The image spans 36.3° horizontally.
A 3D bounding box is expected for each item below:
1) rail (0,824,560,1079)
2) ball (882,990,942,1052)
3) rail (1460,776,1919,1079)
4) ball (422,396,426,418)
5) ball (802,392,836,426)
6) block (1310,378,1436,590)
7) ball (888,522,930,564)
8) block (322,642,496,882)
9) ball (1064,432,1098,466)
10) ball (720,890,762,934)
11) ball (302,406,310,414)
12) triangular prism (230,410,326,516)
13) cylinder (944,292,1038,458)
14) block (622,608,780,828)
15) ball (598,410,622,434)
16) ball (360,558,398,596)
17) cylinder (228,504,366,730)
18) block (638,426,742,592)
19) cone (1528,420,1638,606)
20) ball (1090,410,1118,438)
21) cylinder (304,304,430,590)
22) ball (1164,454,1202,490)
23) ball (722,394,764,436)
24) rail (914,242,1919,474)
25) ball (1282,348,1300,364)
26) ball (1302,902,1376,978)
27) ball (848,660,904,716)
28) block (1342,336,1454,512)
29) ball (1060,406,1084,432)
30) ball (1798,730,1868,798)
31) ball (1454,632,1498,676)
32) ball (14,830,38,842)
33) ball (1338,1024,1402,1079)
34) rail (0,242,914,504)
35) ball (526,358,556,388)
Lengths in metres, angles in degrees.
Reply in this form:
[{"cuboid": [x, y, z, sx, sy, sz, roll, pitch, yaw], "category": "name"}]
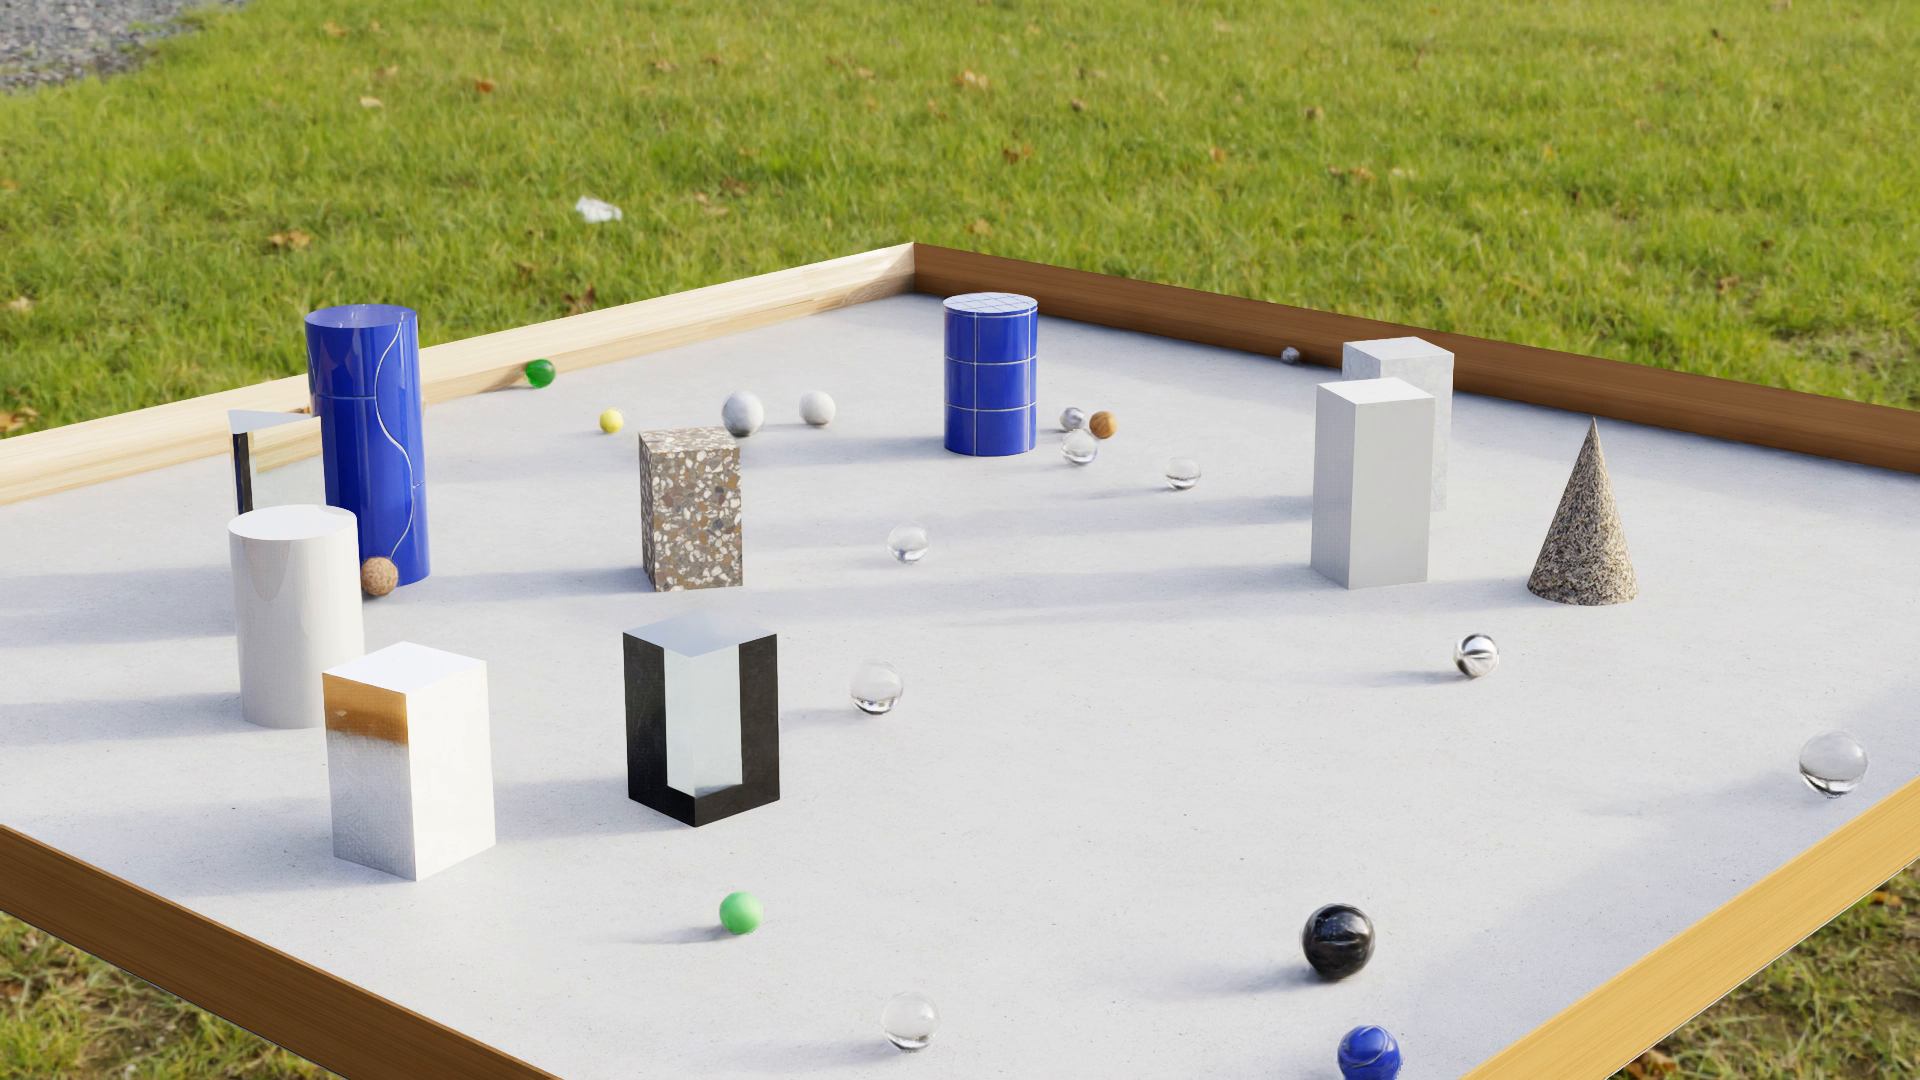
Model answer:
[{"cuboid": [-1.197, 0.430, 3.800, 3.531, 0.126, 0.045, 14, 22, 39], "category": "rail"}, {"cuboid": [-0.058, 0.566, 3.448, 0.071, 0.071, 0.071, 0, 17, 0], "category": "ball"}, {"cuboid": [1.315, 0.361, 4.027, 0.045, 0.126, 3.700, 14, 22, 39], "category": "rail"}, {"cuboid": [-1.179, -0.283, 6.238, 0.084, 0.084, 0.084, 0, 17, 0], "category": "ball"}, {"cuboid": [-0.302, -0.279, 6.245, 0.073, 0.073, 0.073, 0, 17, 0], "category": "ball"}, {"cuboid": [0.731, -0.102, 5.199, 0.155, 0.337, 0.155, -6, 18, -18], "category": "block"}, {"cuboid": [-0.093, 0.005, 5.298, 0.075, 0.075, 0.075, 0, 17, 0], "category": "ball"}, {"cuboid": [-0.749, 0.299, 3.991, 0.155, 0.268, 0.155, 11, 20, 32], "category": "block"}, {"cuboid": [0.245, -0.185, 5.940, 0.069, 0.069, 0.069, 0, 17, 0], "category": "ball"}, {"cuboid": [-0.282, 0.478, 3.767, 0.055, 0.055, 0.055, 0, 17, 0], "category": "ball"}, {"cuboid": [-1.331, -0.246, 6.112, 0.086, 0.086, 0.086, 0, 17, 0], "category": "ball"}, {"cuboid": [-1.186, -0.039, 4.973, 0.145, 0.349, 0.167, 16, 23, 42], "category": "triangular prism"}, {"cuboid": [0.062, -0.343, 6.058, 0.193, 0.302, 0.193, 0, 17, 0], "category": "cylinder"}, {"cuboid": [-0.368, 0.251, 4.176, 0.155, 0.252, 0.155, -15, 22, -41], "category": "block"}, {"cuboid": [-0.737, -0.250, 6.187, 0.050, 0.050, 0.050, 0, 17, 0], "category": "ball"}, {"cuboid": [-1.014, 0.064, 5.117, 0.068, 0.068, 0.068, 0, 17, 0], "category": "ball"}, {"cuboid": [-1.023, 0.117, 4.535, 0.193, 0.302, 0.193, 0, 17, 0], "category": "cylinder"}, {"cuboid": [-0.478, -0.056, 5.194, 0.155, 0.253, 0.155, -4, 17, -14], "category": "block"}, {"cuboid": [1.096, -0.064, 5.116, 0.193, 0.313, 0.193, 0, 17, 0], "category": "cone"}, {"cuboid": [0.301, -0.242, 6.142, 0.060, 0.060, 0.060, 0, 17, 0], "category": "ball"}, {"cuboid": [-1.045, -0.166, 5.180, 0.193, 0.471, 0.193, 0, 17, 0], "category": "cylinder"}, {"cuboid": [0.438, -0.132, 5.761, 0.071, 0.071, 0.071, 0, 17, 0], "category": "ball"}, {"cuboid": [-0.457, -0.264, 6.167, 0.089, 0.089, 0.089, 0, 17, 0], "category": "ball"}, {"cuboid": [1.197, -0.367, 6.441, 3.531, 0.126, 0.045, 14, 22, 39], "category": "rail"}, {"cuboid": [0.767, -0.426, 6.788, 0.040, 0.040, 0.040, 0, 17, 0], "category": "ball"}, {"cuboid": [0.470, 0.497, 3.640, 0.093, 0.093, 0.093, 0, 17, 0], "category": "ball"}, {"cuboid": [-0.130, 0.229, 4.539, 0.086, 0.086, 0.086, 0, 17, 0], "category": "ball"}, {"cuboid": [0.835, -0.218, 5.632, 0.155, 0.309, 0.155, -6, 18, -19], "category": "block"}, {"cuboid": [0.237, -0.256, 6.200, 0.054, 0.054, 0.054, 0, 17, 0], "category": "ball"}, {"cuboid": [1.256, 0.321, 4.215, 0.096, 0.096, 0.096, 0, 17, 0], "category": "ball"}, {"cuboid": [0.829, 0.184, 4.712, 0.072, 0.072, 0.072, 0, 17, 0], "category": "ball"}, {"cuboid": [-1.265, 0.423, 3.924, 0.069, 0.069, 0.069, 0, 17, 0], "category": "ball"}, {"cuboid": [0.469, 0.592, 3.359, 0.073, 0.073, 0.073, 0, 17, 0], "category": "ball"}, {"cuboid": [-1.315, -0.298, 6.214, 0.045, 0.126, 3.700, 14, 22, 39], "category": "rail"}, {"cuboid": [-0.940, -0.375, 6.574, 0.065, 0.065, 0.065, 0, 17, 0], "category": "ball"}]
